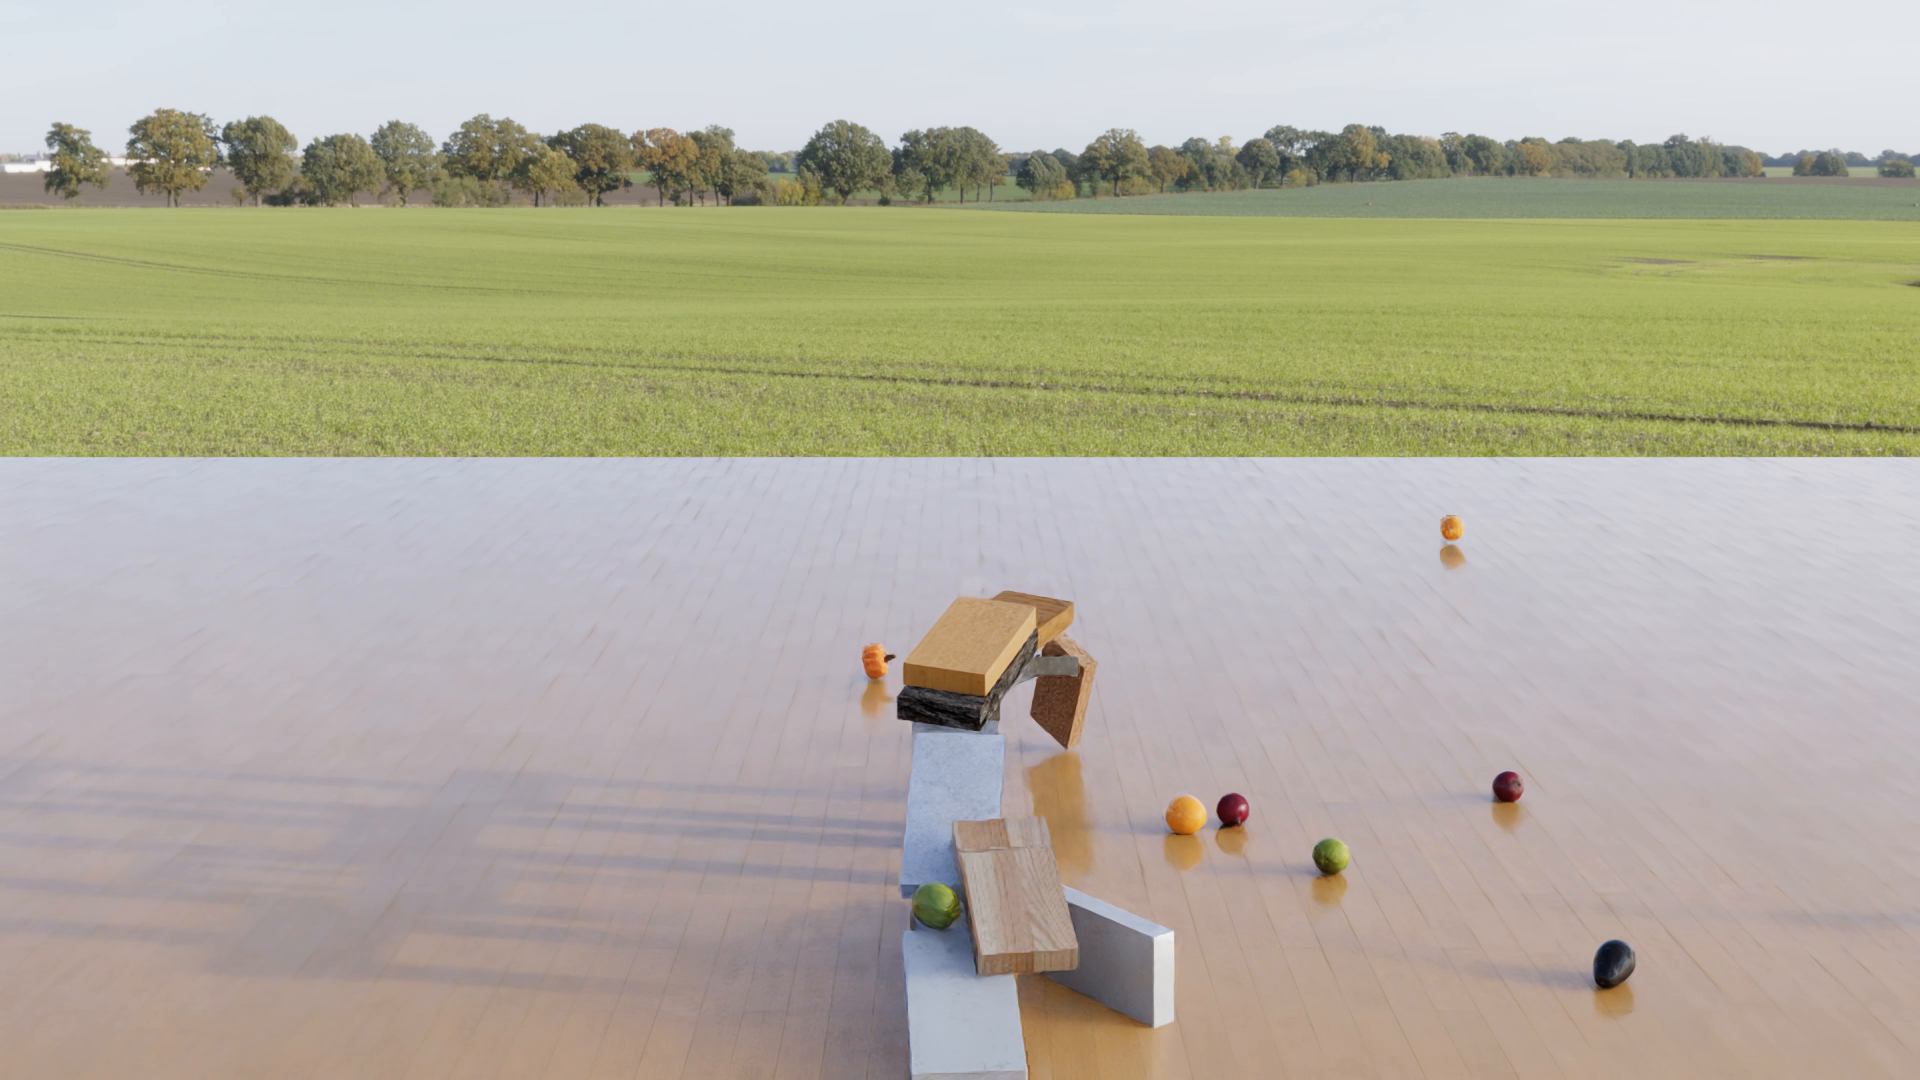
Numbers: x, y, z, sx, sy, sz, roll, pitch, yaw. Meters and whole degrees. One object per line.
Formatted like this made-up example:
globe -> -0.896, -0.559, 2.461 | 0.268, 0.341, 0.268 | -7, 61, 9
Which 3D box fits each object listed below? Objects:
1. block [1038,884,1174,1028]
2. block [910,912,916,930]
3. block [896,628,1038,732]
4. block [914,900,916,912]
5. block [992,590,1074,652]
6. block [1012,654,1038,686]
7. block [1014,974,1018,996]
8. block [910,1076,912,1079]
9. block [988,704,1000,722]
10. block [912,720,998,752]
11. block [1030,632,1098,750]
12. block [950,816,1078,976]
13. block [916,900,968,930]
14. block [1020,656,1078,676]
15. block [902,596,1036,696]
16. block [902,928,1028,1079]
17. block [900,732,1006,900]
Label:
block -> 0.207, 0.603, 3.222 | 0.039, 0.136, 0.273 | -10, 14, -36
block -> -0.007, 0.586, 3.311 | 0.126, 0.036, 0.252 | 0, -6, -3
block -> 0.016, 0.222, 3.684 | 0.141, 0.040, 0.321 | 7, 24, 17
block -> -0.009, 0.567, 3.474 | 0.126, 0.036, 0.252 | 0, -7, -2
block -> 0.086, 0.161, 3.968 | 0.141, 0.040, 0.283 | 10, 20, 24
block -> 0.083, 0.228, 4.298 | 0.120, 0.034, 0.276 | 45, 14, 10
block -> 0.004, 0.625, 3.190 | 0.147, 0.042, 0.293 | 0, -1, -1
block -> 0.006, 0.692, 3.006 | 0.147, 0.042, 0.293 | 0, 11, -1
block -> -0.004, 0.254, 3.788 | 0.143, 0.040, 0.285 | 0, 11, 1
block -> -0.009, 0.436, 3.708 | 0.143, 0.285, 0.040 | 0, 5, 0
block -> 0.209, 0.304, 4.476 | 0.034, 0.239, 0.120 | -24, 51, -32
block -> 0.073, 0.494, 3.076 | 0.136, 0.039, 0.273 | -2, 34, -8
block -> 0.000, 0.527, 3.273 | 0.126, 0.036, 0.252 | 0, 7, 0
block -> 0.097, 0.231, 4.078 | 0.120, 0.034, 0.239 | 0, -3, 43
block -> 0.019, 0.175, 3.693 | 0.141, 0.040, 0.283 | 7, 24, 17
block -> 0.003, 0.629, 2.946 | 0.147, 0.042, 0.293 | -1, 28, -3
block -> -0.008, 0.407, 3.258 | 0.136, 0.039, 0.273 | 1, 48, 5
